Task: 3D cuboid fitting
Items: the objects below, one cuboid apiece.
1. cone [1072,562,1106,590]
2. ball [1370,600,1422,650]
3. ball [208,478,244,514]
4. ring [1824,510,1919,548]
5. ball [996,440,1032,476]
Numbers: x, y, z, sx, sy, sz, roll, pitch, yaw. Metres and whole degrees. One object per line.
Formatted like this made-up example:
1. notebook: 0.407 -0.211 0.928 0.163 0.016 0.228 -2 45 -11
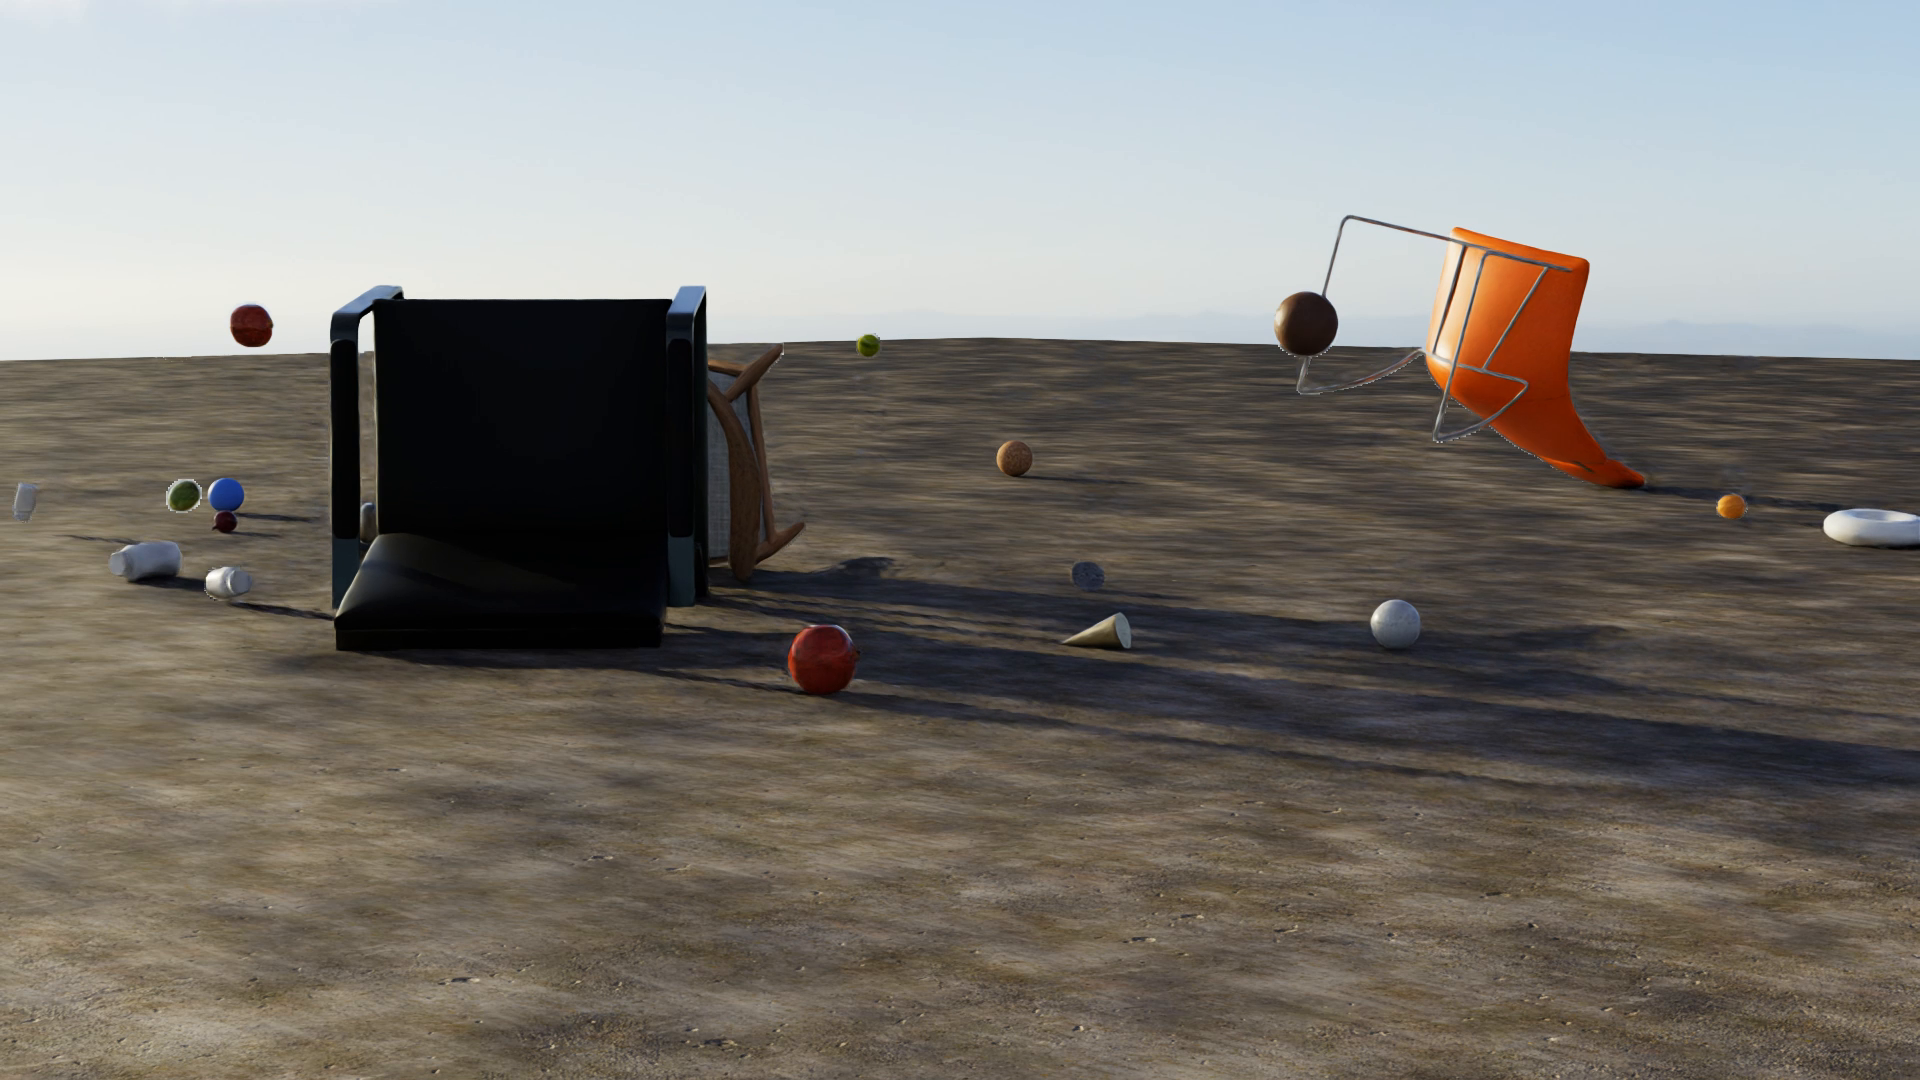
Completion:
1. cone: 0.257 0.088 5.413 0.080 0.067 0.063 -8 -19 -28
2. ball: 0.771 0.149 4.536 0.088 0.088 0.088 0 6 0
3. ball: -2.042 -0.124 7.138 0.098 0.098 0.098 0 6 0
4. ring: 2.261 -0.028 6.320 0.256 0.067 0.258 -2 11 -14
5. ball: 0.179 -0.269 8.446 0.118 0.118 0.118 0 6 0
